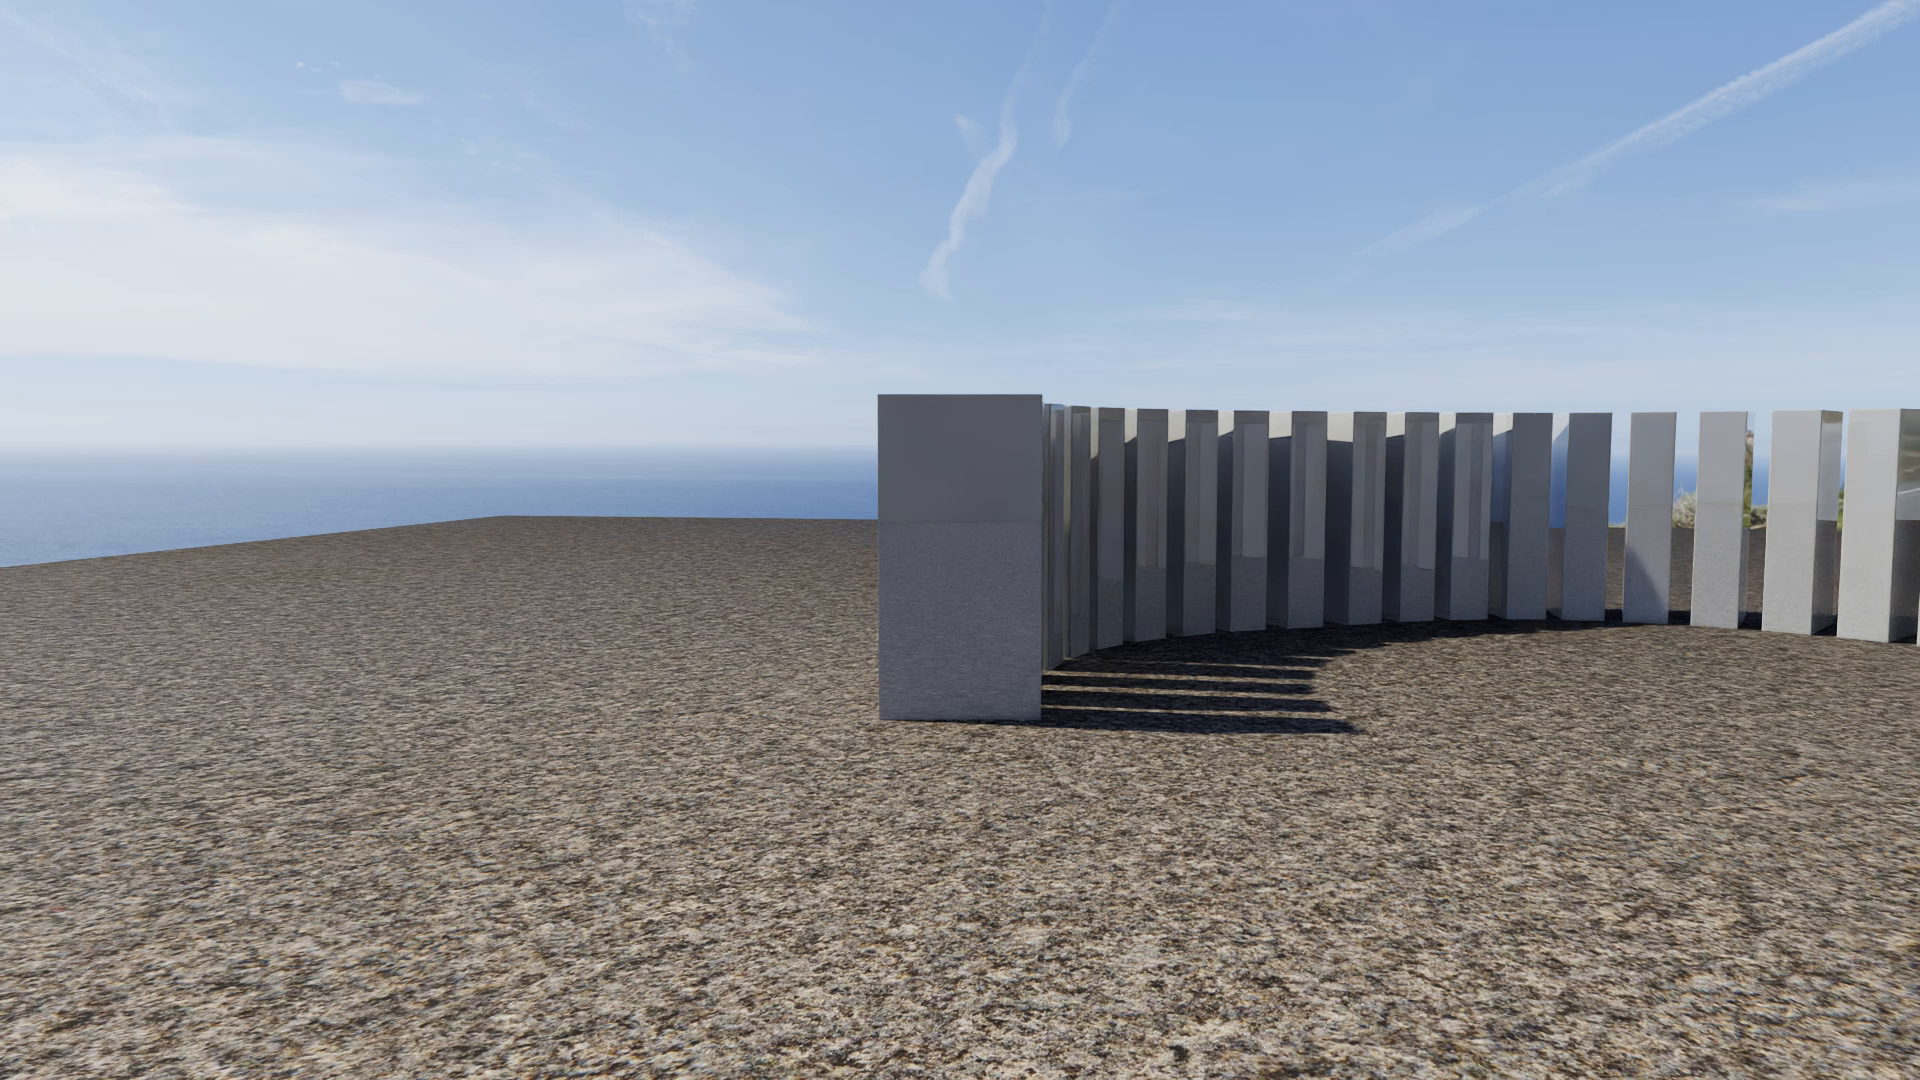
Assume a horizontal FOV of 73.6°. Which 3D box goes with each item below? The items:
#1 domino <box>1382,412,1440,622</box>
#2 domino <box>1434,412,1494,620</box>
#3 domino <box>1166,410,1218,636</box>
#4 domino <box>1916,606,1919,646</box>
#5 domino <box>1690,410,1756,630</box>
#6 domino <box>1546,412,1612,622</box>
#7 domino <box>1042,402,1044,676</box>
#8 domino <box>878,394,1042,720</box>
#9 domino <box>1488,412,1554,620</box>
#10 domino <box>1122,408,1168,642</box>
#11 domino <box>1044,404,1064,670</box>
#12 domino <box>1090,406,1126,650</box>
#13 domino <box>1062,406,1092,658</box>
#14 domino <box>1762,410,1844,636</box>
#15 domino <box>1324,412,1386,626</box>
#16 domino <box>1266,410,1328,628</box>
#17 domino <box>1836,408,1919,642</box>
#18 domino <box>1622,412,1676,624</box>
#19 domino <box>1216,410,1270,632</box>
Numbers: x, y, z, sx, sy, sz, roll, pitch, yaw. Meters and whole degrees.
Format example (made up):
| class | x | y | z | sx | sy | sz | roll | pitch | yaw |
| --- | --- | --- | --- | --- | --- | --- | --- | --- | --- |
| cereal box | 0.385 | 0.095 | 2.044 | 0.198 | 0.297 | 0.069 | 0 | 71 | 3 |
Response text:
| class | x | y | z | sx | sy | sz | roll | pitch | yaw |
| --- | --- | --- | --- | --- | --- | --- | --- | --- | --- |
| domino | 0.106 | -0.006 | 0.318 | 0.009 | 0.050 | 0.025 | -1 | 4 | -17 |
| domino | 0.122 | -0.007 | 0.321 | 0.009 | 0.050 | 0.025 | 0 | 4 | -6 |
| domino | 0.047 | -0.005 | 0.295 | 0.009 | 0.050 | 0.025 | -3 | 5 | -31 |
| domino | 0.215 | -0.003 | 0.271 | 0.025 | 0.050 | 0.009 | -3 | 5 | -33 |
| domino | 0.182 | -0.005 | 0.306 | 0.009 | 0.050 | 0.025 | 3 | 5 | 35 |
| domino | 0.153 | -0.006 | 0.320 | 0.010 | 0.050 | 0.025 | 1 | 4 | 15 |
| domino | 0.002 | 0.000 | 0.232 | 0.025 | 0.050 | 0.009 | 1 | 4 | 12 |
| domino | 0.000 | 0.002 | 0.201 | 0.025 | 0.050 | 0.009 | 0 | 4 | 0 |
| domino | 0.138 | -0.007 | 0.322 | 0.009 | 0.050 | 0.025 | 0 | 4 | 2 |
| domino | 0.034 | -0.004 | 0.286 | 0.010 | 0.050 | 0.025 | -3 | 5 | -38 |
| domino | 0.007 | -0.001 | 0.248 | 0.025 | 0.050 | 0.009 | 2 | 5 | 20 |
| domino | 0.022 | -0.003 | 0.275 | 0.025 | 0.050 | 0.010 | 4 | 6 | 41 |
| domino | 0.013 | -0.002 | 0.262 | 0.025 | 0.050 | 0.010 | 2 | 5 | 28 |
| domino | 0.194 | -0.005 | 0.296 | 0.009 | 0.050 | 0.025 | 4 | 6 | 43 |
| domino | 0.091 | -0.006 | 0.313 | 0.009 | 0.050 | 0.025 | -2 | 5 | -21 |
| domino | 0.076 | -0.005 | 0.307 | 0.009 | 0.050 | 0.025 | -1 | 5 | -18 |
| domino | 0.205 | -0.004 | 0.284 | 0.025 | 0.050 | 0.009 | -4 | 6 | -39 |
| domino | 0.168 | -0.006 | 0.314 | 0.009 | 0.050 | 0.025 | 2 | 5 | 27 |
| domino | 0.061 | -0.005 | 0.302 | 0.010 | 0.050 | 0.025 | -2 | 5 | -21 |
